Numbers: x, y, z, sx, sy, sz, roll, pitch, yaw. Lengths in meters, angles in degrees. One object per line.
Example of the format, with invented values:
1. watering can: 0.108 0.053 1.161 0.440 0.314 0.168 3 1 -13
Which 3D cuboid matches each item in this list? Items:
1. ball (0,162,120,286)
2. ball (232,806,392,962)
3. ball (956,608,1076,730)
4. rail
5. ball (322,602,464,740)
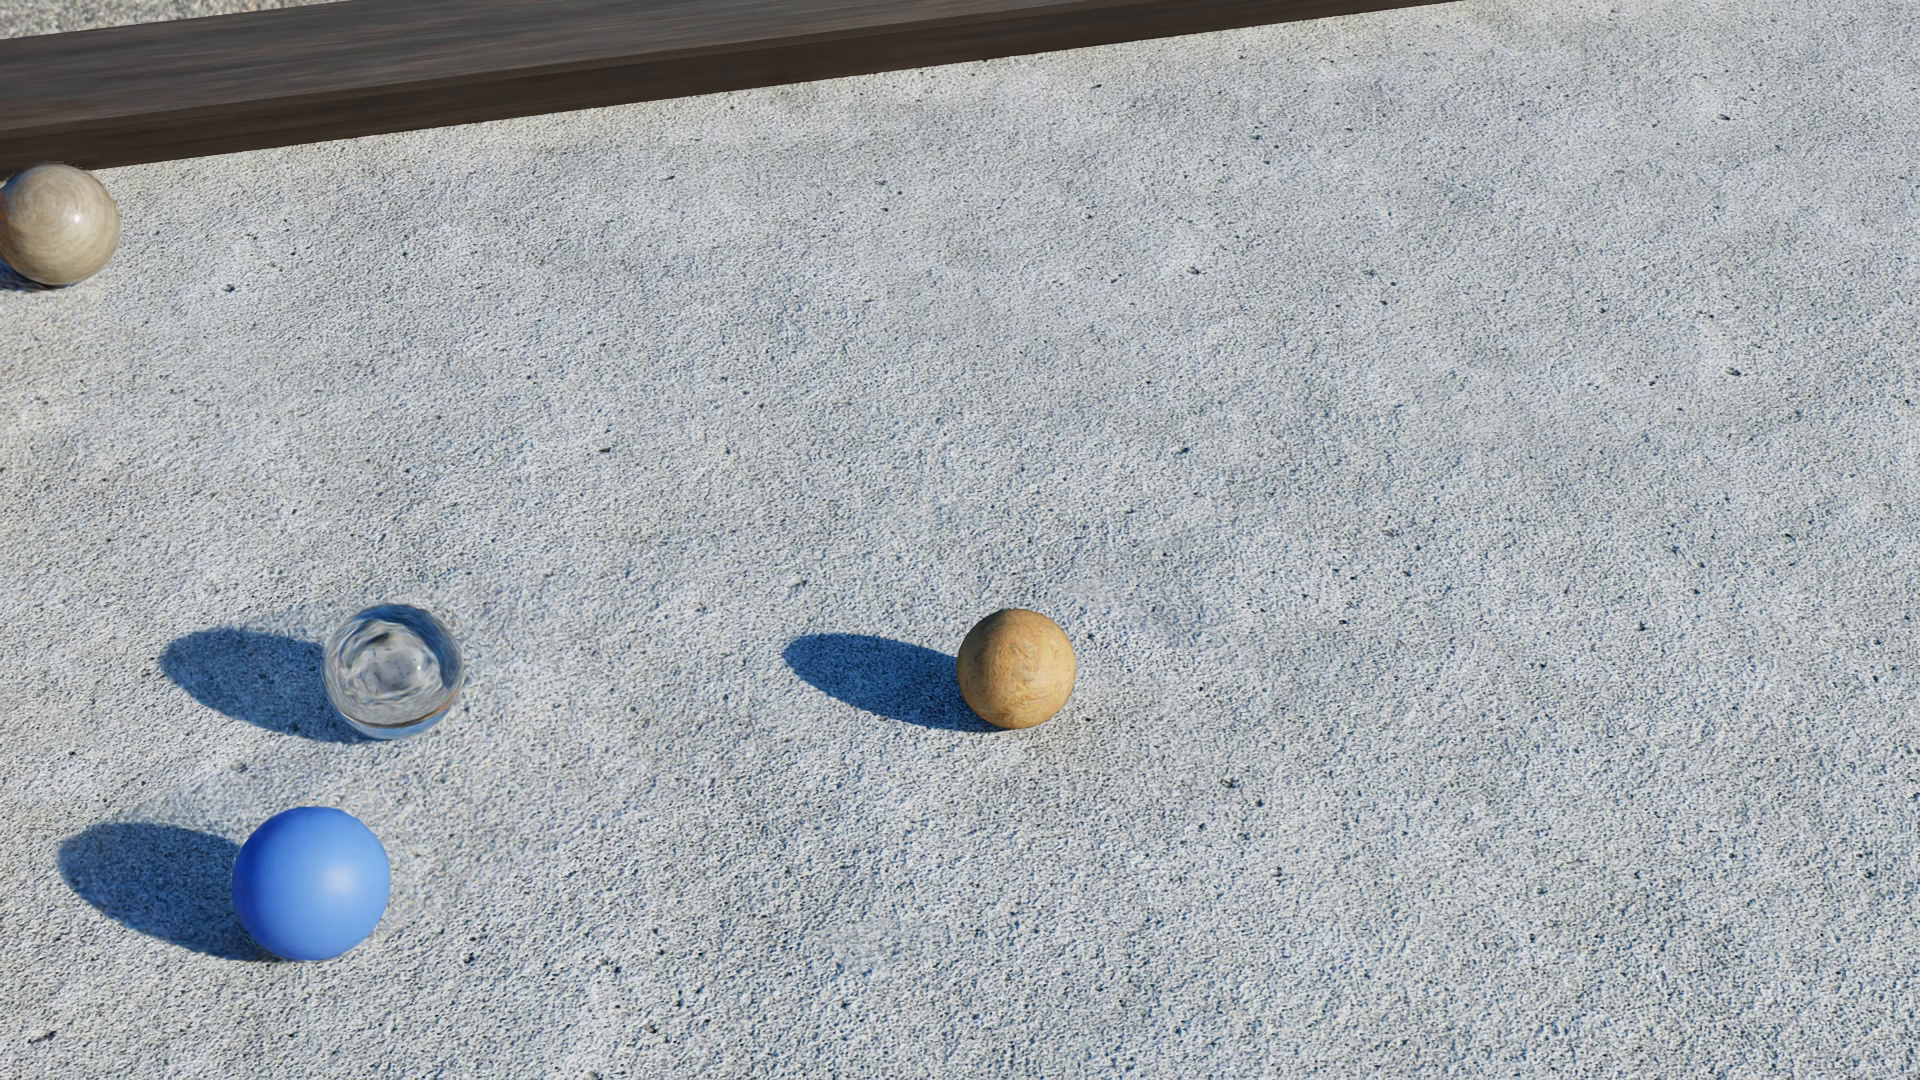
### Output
1. ball: -0.669 -0.233 1.896 0.090 0.090 0.090 0 36 0
2. ball: -0.336 0.178 1.331 0.080 0.080 0.080 0 36 0
3. ball: 0.033 0.074 1.484 0.070 0.070 0.070 0 36 0
4. rail: 0.451 -0.525 2.279 2.690 0.117 0.045 -9 37 -13
5. ball: -0.326 0.075 1.475 0.079 0.079 0.079 0 36 0
